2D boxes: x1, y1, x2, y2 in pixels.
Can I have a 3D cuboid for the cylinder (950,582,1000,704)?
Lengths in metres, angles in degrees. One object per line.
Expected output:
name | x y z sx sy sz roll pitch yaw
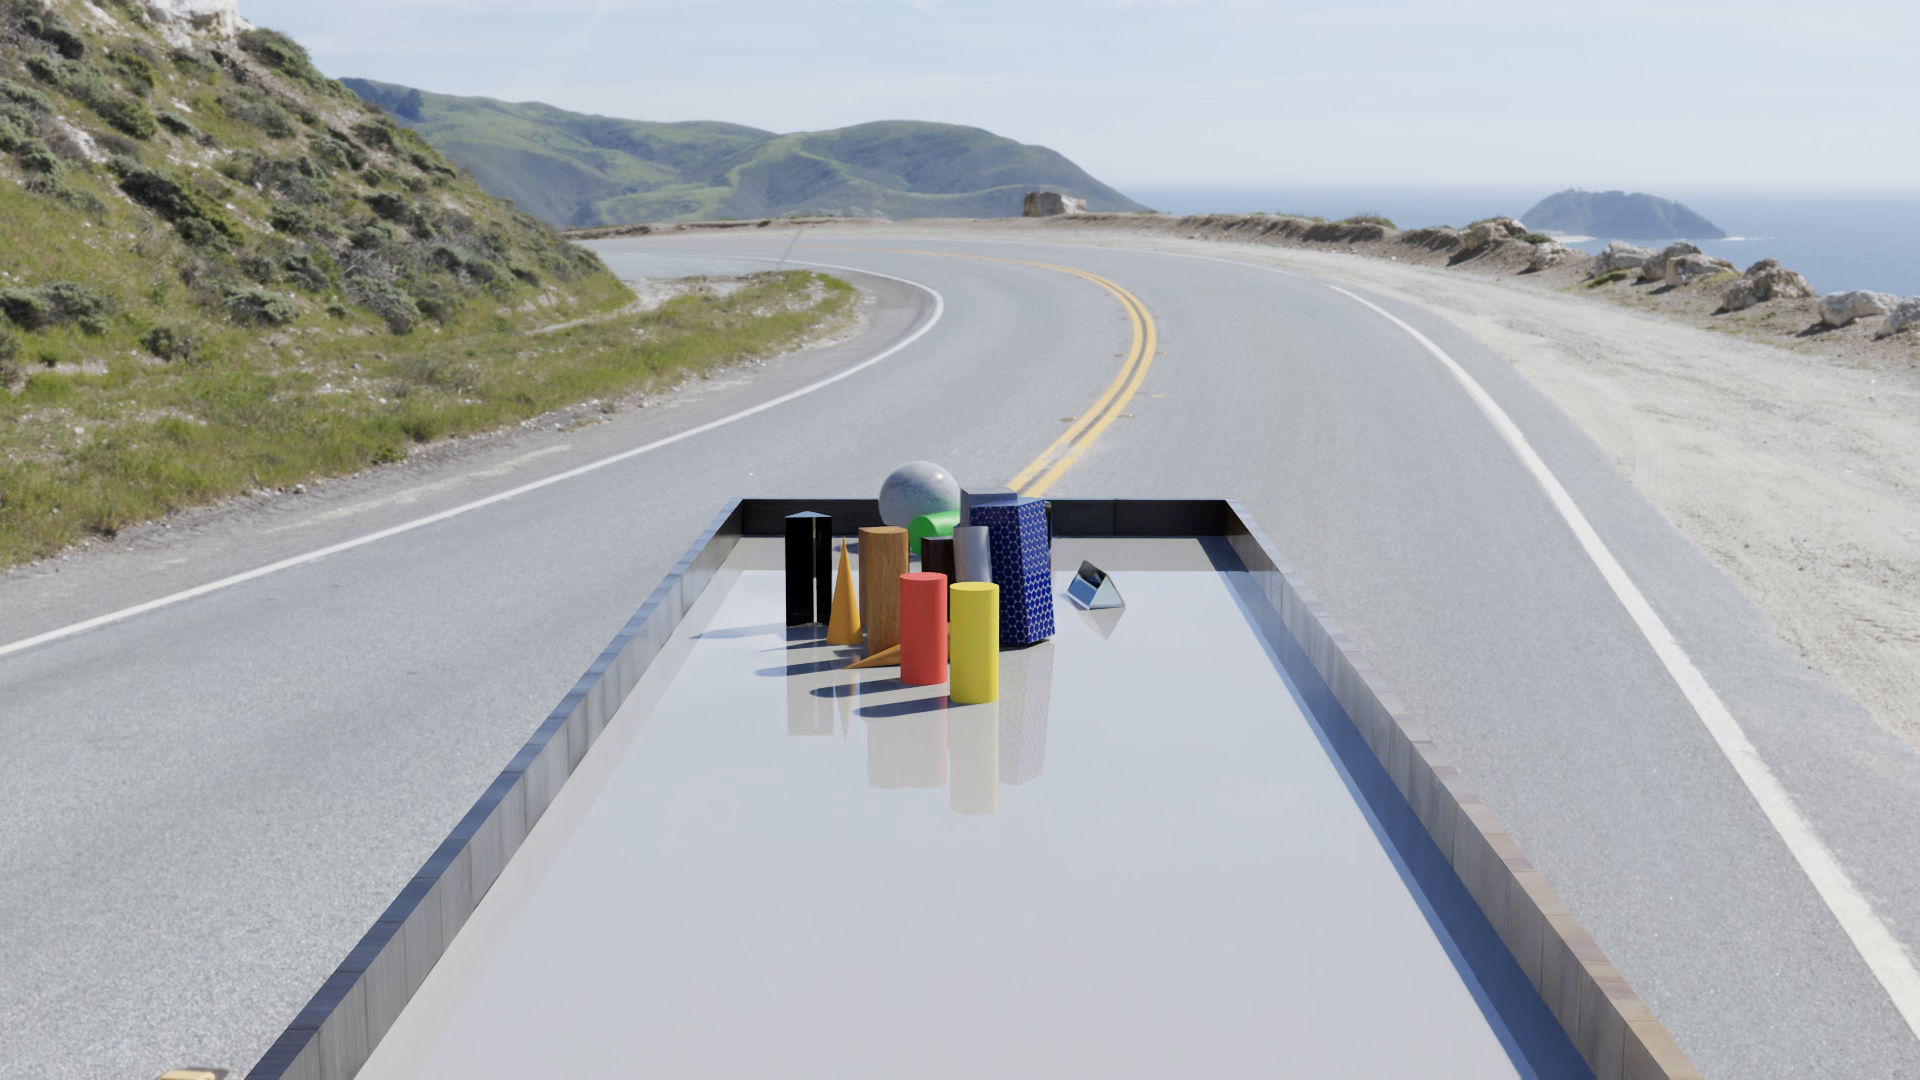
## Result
cylinder | 0.040 0.287 6.172 0.138 0.321 0.138 0 9 0

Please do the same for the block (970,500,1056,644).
block | 0.167 0.098 6.957 0.173 0.433 0.173 -1 7 31

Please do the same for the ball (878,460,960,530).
ball | -0.161 -0.152 8.896 0.336 0.336 0.336 0 9 0

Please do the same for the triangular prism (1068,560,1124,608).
triangular prism | 0.475 0.150 7.685 0.129 0.112 0.306 -2 9 -11

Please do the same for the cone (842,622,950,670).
cone | -0.172 0.343 6.647 0.414 0.126 0.126 -14 14 -23

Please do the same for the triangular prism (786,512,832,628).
triangular prism | -0.499 0.095 7.244 0.150 0.365 0.130 -1 9 -5

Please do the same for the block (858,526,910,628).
block | -0.249 0.125 7.201 0.134 0.320 0.134 -3 9 -18

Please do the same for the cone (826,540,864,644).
cone | -0.366 0.152 6.957 0.119 0.342 0.119 0 9 0

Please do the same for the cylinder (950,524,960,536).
cylinder | 0.160 -0.012 8.575 0.160 0.160 0.413 8 12 42

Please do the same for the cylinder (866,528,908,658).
cylinder | -0.221 0.166 6.702 0.128 0.395 0.128 0 9 0

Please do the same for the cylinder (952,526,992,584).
cylinder | 0.046 0.150 6.814 0.114 0.374 0.114 -4 -7 0

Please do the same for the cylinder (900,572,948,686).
cylinder | -0.106 0.257 6.402 0.137 0.308 0.137 0 9 0

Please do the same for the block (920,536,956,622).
block | -0.055 0.158 6.932 0.105 0.331 0.105 -3 5 -17

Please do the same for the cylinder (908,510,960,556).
cylinder | -0.013 -0.036 8.723 0.162 0.162 0.400 8 12 41

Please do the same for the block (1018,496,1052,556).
block | 0.214 0.012 7.948 0.171 0.309 0.171 -4 10 -23

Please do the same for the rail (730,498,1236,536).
rail | 0.099 -0.098 9.147 2.100 0.150 0.050 0 9 1

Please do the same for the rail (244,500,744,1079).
rail | -1.004 0.839 3.234 0.050 0.150 12.000 0 9 1

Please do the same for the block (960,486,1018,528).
block | 0.093 0.063 7.162 0.158 0.454 0.158 -2 9 -10

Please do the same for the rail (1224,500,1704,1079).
rail | 1.046 0.843 3.208 0.050 0.150 12.000 0 9 1
